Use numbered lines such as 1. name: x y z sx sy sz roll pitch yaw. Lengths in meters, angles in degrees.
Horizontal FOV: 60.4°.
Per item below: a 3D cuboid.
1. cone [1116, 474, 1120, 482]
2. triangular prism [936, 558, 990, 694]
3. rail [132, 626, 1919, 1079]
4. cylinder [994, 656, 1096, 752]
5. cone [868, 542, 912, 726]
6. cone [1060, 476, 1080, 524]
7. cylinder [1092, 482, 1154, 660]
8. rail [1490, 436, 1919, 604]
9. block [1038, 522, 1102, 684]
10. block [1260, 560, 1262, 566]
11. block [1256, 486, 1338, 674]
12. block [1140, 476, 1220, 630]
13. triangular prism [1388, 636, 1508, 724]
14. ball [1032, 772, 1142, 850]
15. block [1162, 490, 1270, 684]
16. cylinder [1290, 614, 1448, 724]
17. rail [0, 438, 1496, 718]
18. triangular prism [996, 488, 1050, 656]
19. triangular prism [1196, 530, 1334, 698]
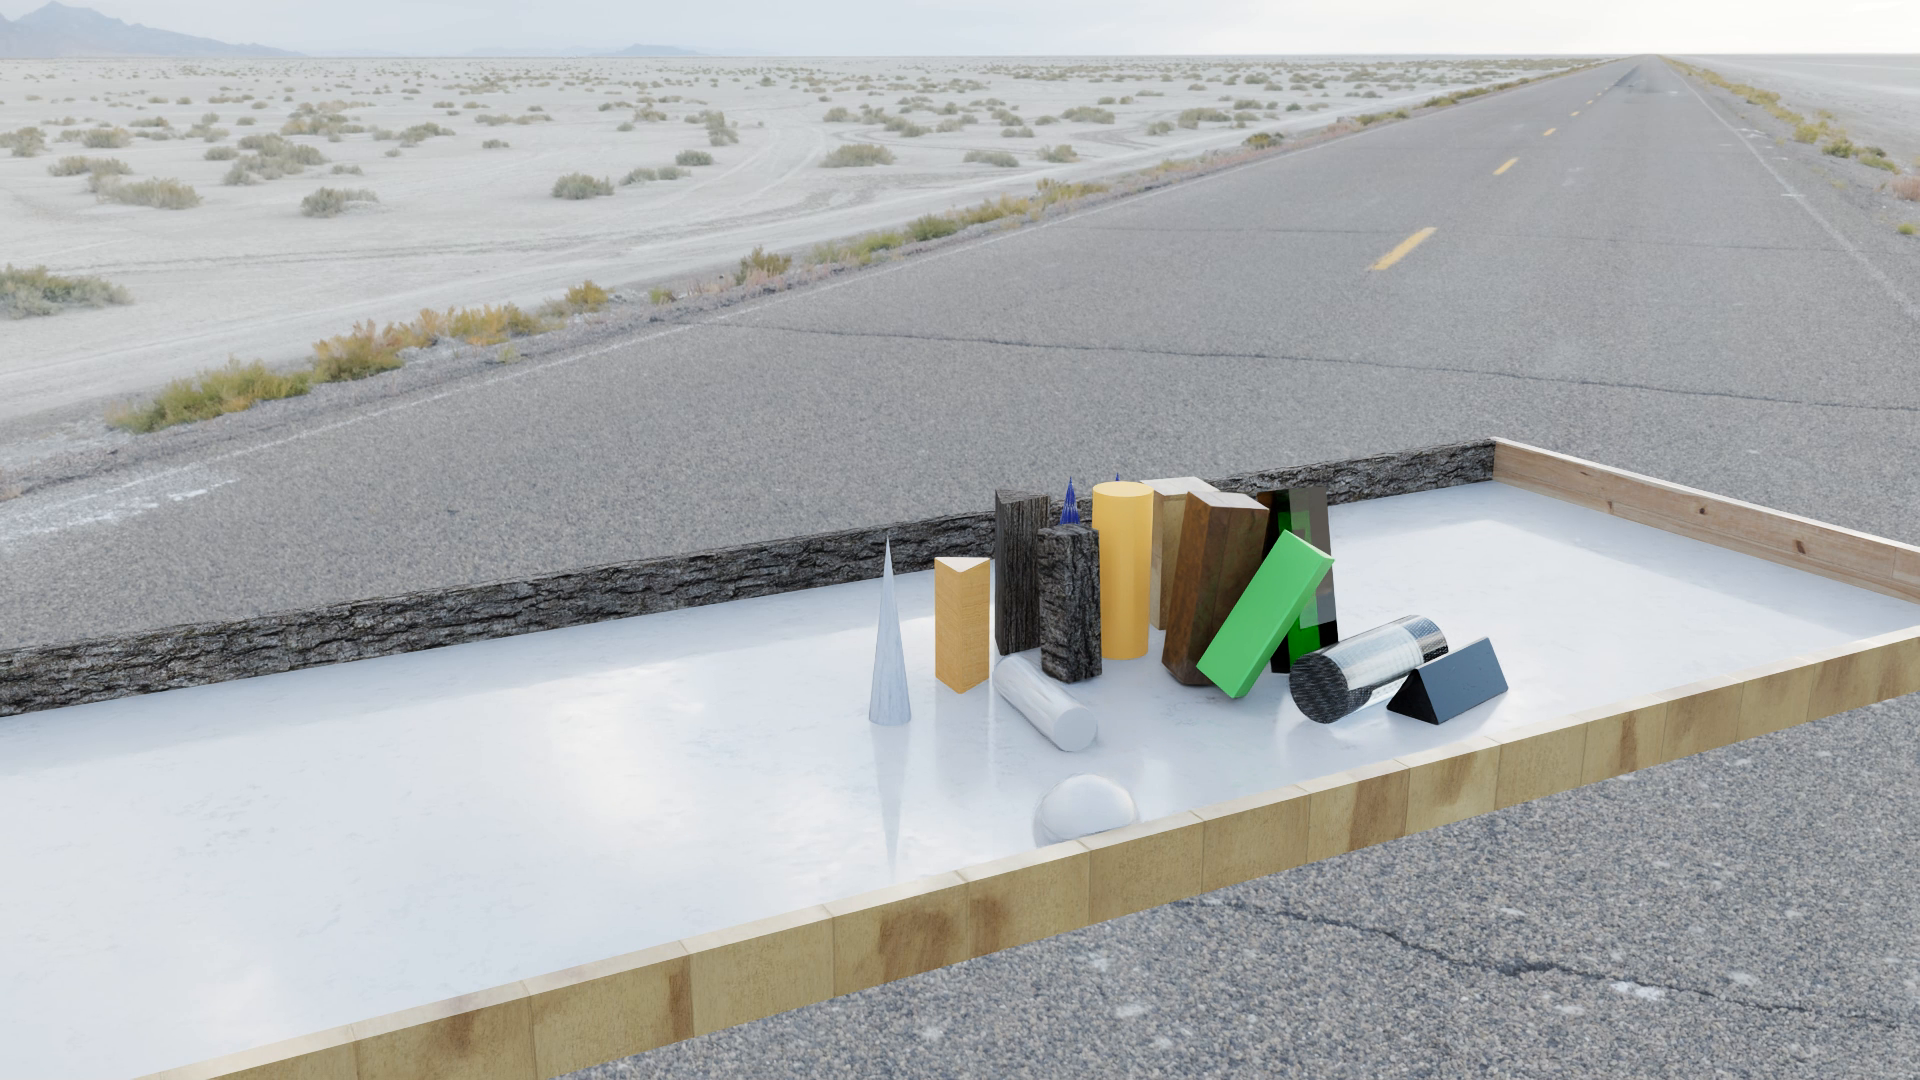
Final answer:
1. cone: 0.458 -0.032 4.839 0.146 0.351 0.146 0 16 0
2. triangular prism: -0.012 0.203 4.104 0.117 0.315 0.135 10 19 31
3. rail: -2.336 1.006 1.665 12.000 0.150 0.050 -9 18 -27
4. cylinder: 0.196 0.380 3.874 0.106 0.106 0.359 -6 17 -20
5. cone: -0.166 0.205 3.855 0.102 0.453 0.102 0 16 0
6. cone: 0.305 0.013 4.597 0.166 0.401 0.166 0 16 0
7. cylinder: 0.420 0.079 4.308 0.156 0.439 0.156 0 16 0
8. rail: 2.466 -0.048 5.253 0.050 0.150 2.100 -9 18 -27
9. block: 0.276 0.157 4.140 0.109 0.376 0.109 -12 17 -33
10. block: 0.758 0.126 4.321 0.145 0.342 0.145 -6 17 -19
11. block: 0.853 0.101 4.155 0.121 0.459 0.121 -4 0 -30
12. block: 0.600 0.035 4.559 0.166 0.382 0.166 -5 17 -16
13. triangular prism: 1.191 0.329 4.007 0.323 0.122 0.141 -15 22 -41
14. ball: 0.241 0.547 3.125 0.209 0.209 0.209 0 16 0
15. block: 0.634 0.120 4.115 0.153 0.455 0.153 3 15 -15
16. cylinder: 0.995 0.309 3.998 0.410 0.172 0.172 -14 21 -39
17. rail: -3.305 0.497 3.399 12.000 0.150 0.050 -9 18 -27
18. triangular prism: 0.134 0.078 4.359 0.154 0.412 0.133 -11 20 -33
19. triangular prism: 0.727 0.176 3.978 0.127 0.398 0.146 35 11 20
